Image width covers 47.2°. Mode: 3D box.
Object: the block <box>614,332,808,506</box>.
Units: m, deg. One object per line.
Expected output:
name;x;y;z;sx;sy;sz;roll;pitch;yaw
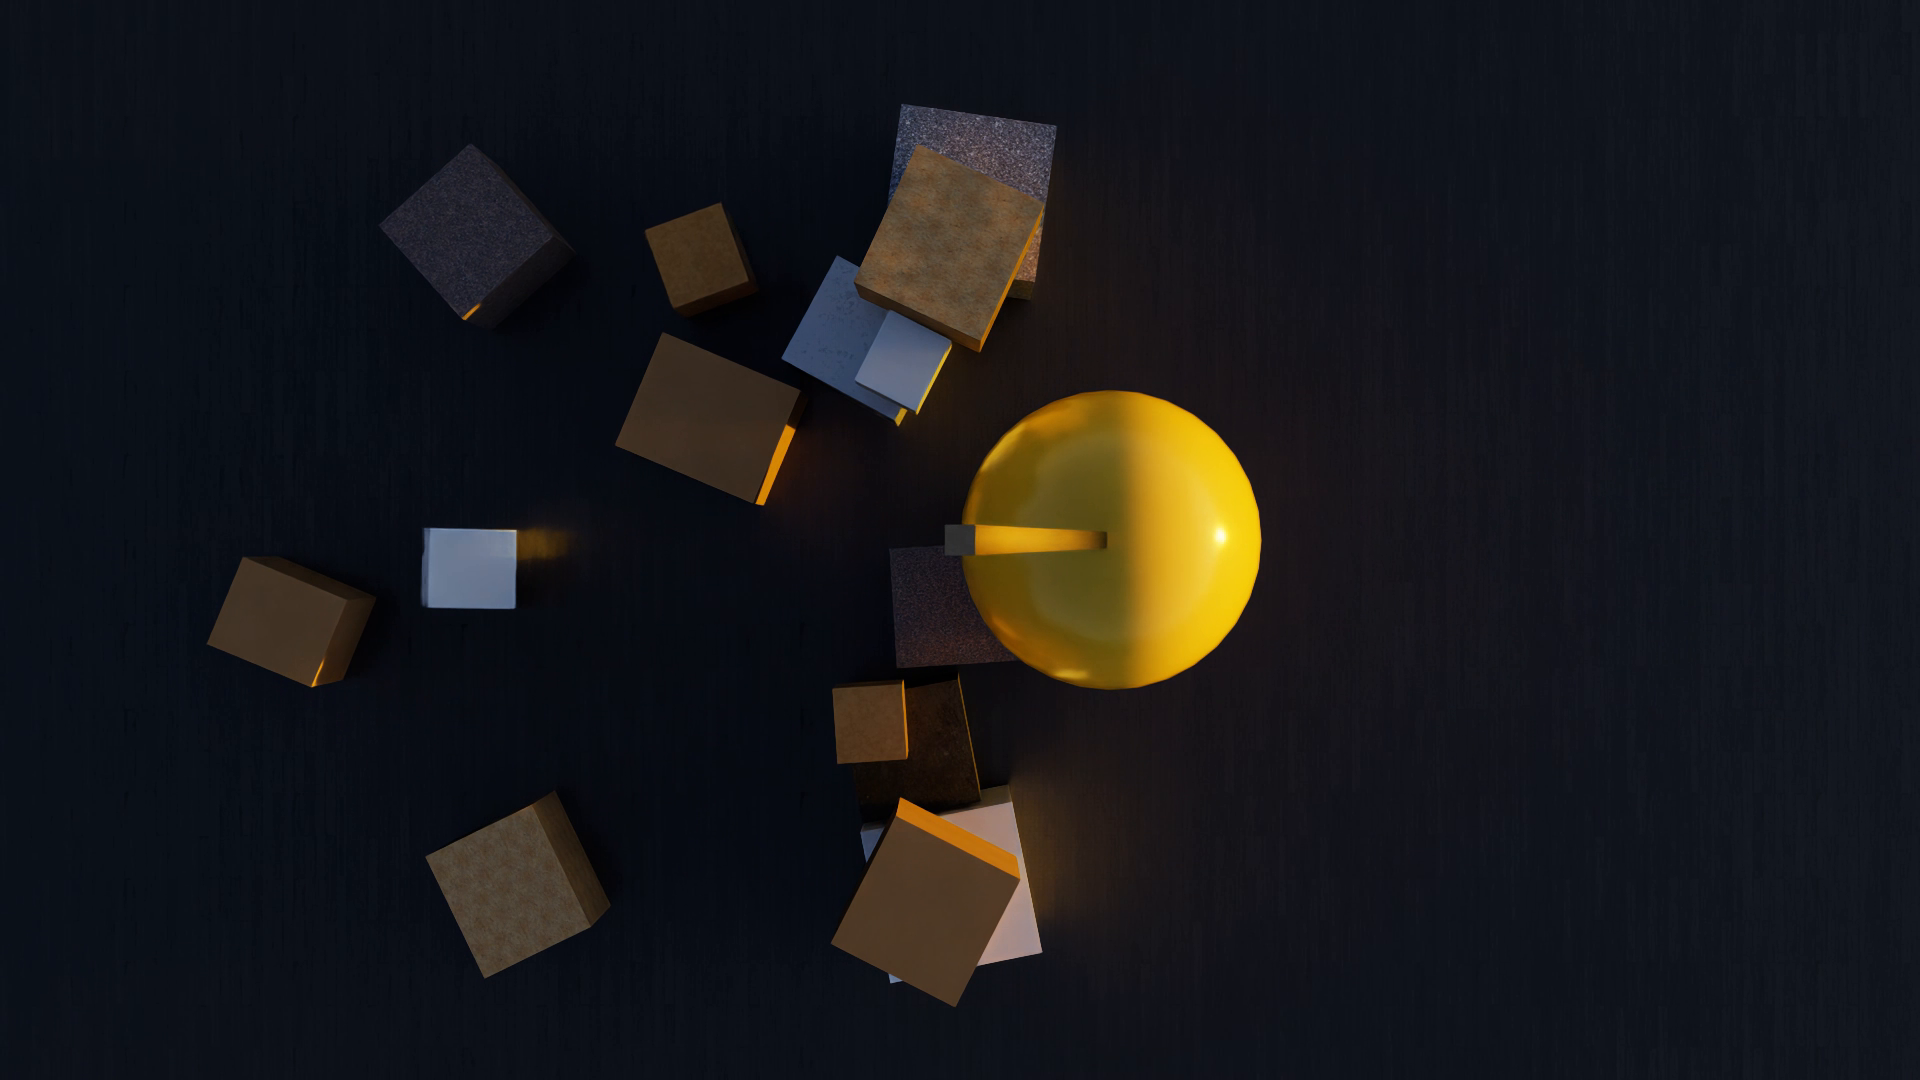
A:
block;-1.413;-0.685;12.656;0.839;0.688;0.688;23;90;0

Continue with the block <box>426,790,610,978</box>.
block;-2.526;1.965;12.644;0.661;0.711;0.759;-26;90;0

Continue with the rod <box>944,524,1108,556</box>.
rod;0.345;0.000;8.327;0.080;5.200;0.080;0;90;8

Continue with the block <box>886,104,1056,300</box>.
block;0.045;-1.910;12.548;0.865;0.904;0.867;8;90;0

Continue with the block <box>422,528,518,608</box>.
block;-2.834;0.161;12.696;0.486;0.486;0.450;1;90;-17

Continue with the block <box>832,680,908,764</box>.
block;-0.487;0.991;12.048;0.374;0.421;0.405;-4;90;0

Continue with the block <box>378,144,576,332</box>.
block;-2.749;-1.721;12.618;0.689;0.763;0.694;-42;90;0

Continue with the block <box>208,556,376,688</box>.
block;-3.841;0.461;12.683;0.635;0.634;0.530;23;90;0

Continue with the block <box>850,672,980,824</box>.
block;-0.278;1.179;12.629;0.674;0.742;0.692;-11;90;0

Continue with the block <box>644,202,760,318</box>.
block;-1.484;-1.612;12.718;0.460;0.555;0.472;-20;90;1

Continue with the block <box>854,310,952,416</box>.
block;-0.309;-0.973;12.096;0.374;0.382;0.430;27;90;0

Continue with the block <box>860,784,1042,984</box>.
block;-0.048;1.944;12.563;0.854;0.873;0.849;-11;90;0

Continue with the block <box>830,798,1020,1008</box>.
block;-0.177;1.910;11.716;0.721;0.821;0.738;27;90;0

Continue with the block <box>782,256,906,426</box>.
block;-0.526;-1.130;12.644;0.723;0.713;0.657;29;90;0

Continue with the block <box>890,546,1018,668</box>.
block;-0.023;0.361;12.665;0.706;0.669;0.671;-4;90;0

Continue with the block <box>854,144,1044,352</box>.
block;-0.056;-1.538;11.729;0.726;0.734;0.787;25;90;0

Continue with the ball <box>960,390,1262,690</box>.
ball;0.797;0.000;11.697;1.600;1.600;1.600;0;90;0
